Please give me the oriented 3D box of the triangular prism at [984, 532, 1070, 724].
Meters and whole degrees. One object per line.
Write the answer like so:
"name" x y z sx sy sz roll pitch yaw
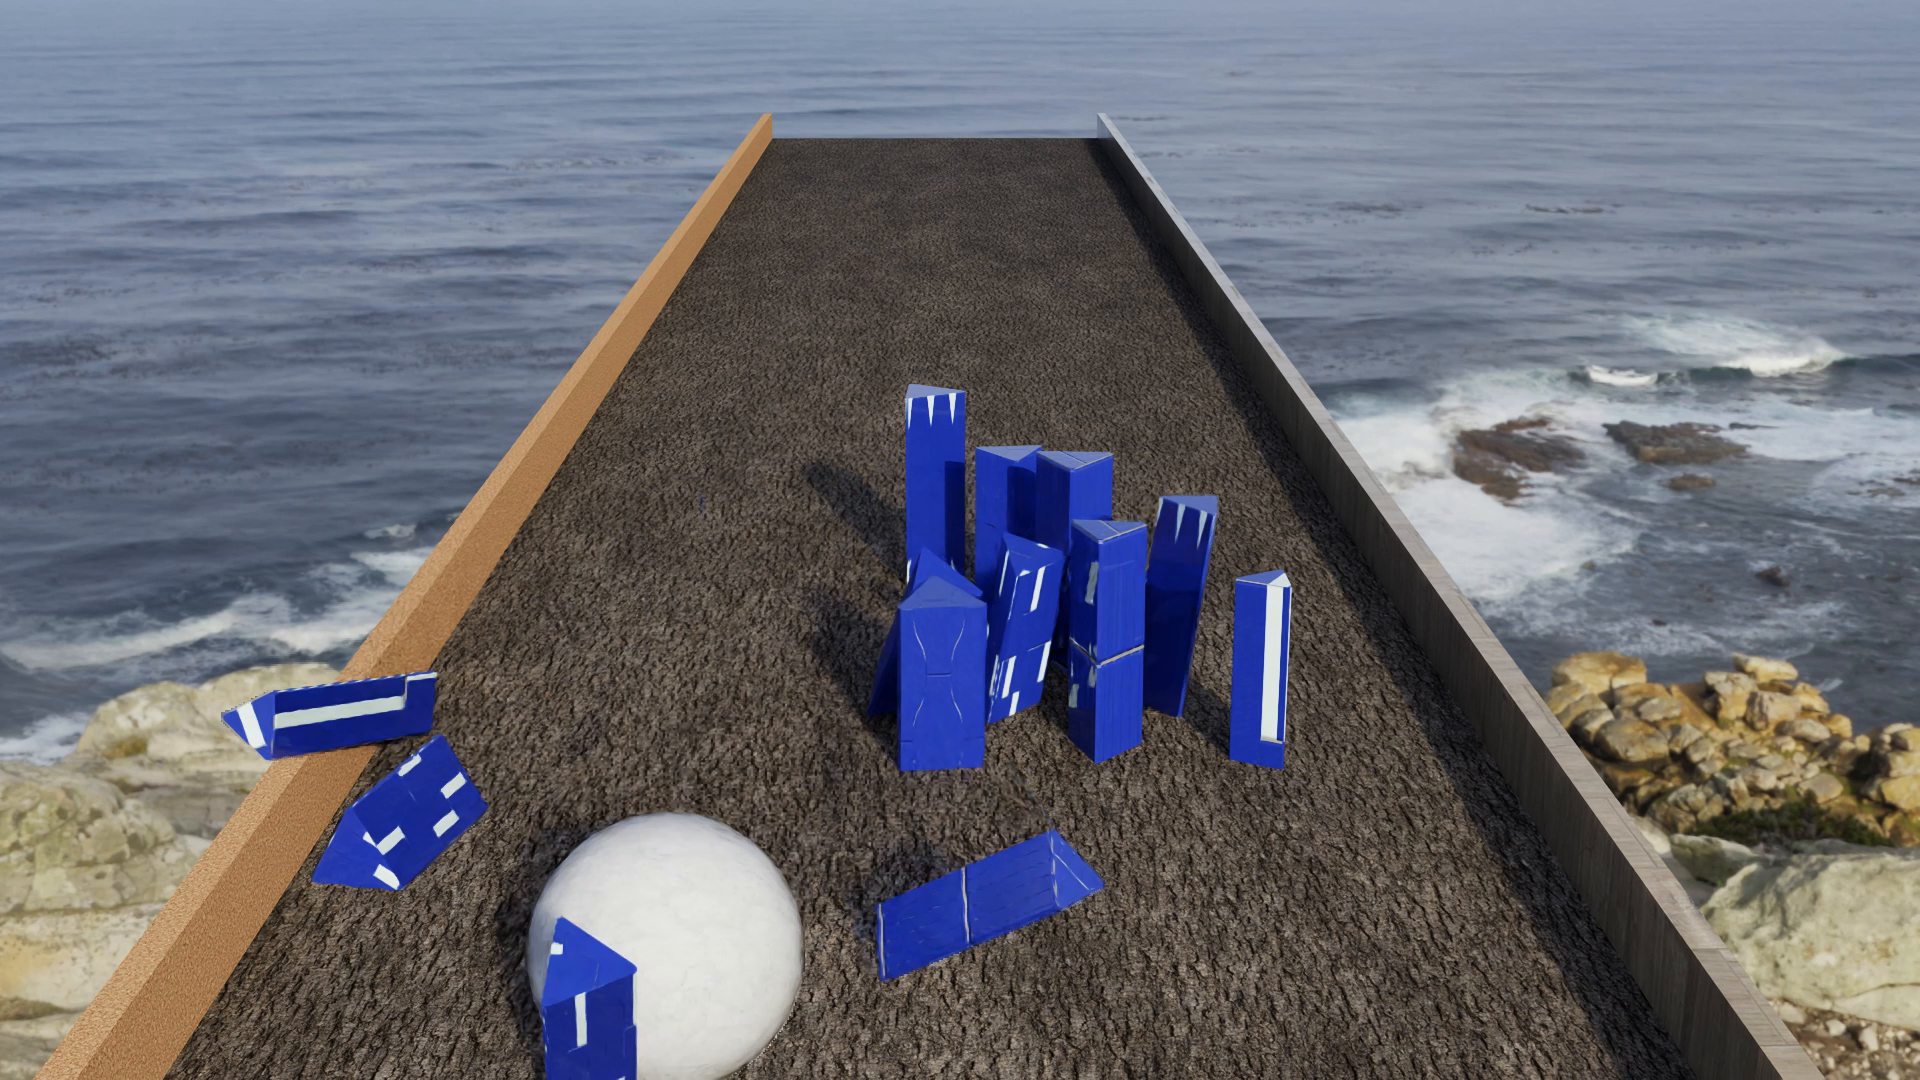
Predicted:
"triangular prism" 0.091 0.154 4.049 0.129 0.345 0.112 -21 46 -36

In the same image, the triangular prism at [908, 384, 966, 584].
"triangular prism" -0.080 -0.125 4.891 0.143 0.431 0.124 -9 19 -27

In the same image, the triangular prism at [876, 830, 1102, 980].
"triangular prism" 0.022 0.492 3.007 0.332 0.096 0.111 -29 -8 35

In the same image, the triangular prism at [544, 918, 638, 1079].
"triangular prism" -0.451 0.579 2.597 0.110 0.388 0.095 -18 57 -21

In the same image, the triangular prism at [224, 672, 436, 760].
"triangular prism" -1.019 0.271 3.649 0.109 0.094 0.436 39 14 16

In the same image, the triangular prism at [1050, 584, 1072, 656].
"triangular prism" 0.148 0.158 4.097 0.079 0.390 0.091 22 45 -35

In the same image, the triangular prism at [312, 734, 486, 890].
"triangular prism" -0.901 0.430 3.540 0.151 0.131 0.315 3 17 12

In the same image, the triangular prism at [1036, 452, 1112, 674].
"triangular prism" 0.205 0.036 4.367 0.128 0.420 0.148 11 20 33

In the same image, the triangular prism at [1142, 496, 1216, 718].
"triangular prism" 0.420 0.116 4.121 0.119 0.402 0.103 20 22 33

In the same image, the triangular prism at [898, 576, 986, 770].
"triangular prism" -0.040 0.232 3.873 0.151 0.313 0.131 -2 23 -7

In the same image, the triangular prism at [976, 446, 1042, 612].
"triangular prism" 0.123 -0.019 4.664 0.120 0.356 0.139 -12 20 -35

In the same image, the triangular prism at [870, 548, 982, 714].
"triangular prism" -0.087 0.166 4.060 0.139 0.332 0.121 -8 53 -26

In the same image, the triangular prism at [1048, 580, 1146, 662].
"triangular prism" 0.191 0.148 4.179 0.361 0.083 0.096 -34 27 38

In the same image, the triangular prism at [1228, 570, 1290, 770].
"triangular prism" 0.545 0.224 3.882 0.102 0.337 0.088 9 19 28

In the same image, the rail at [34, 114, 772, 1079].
"rail" -1.118 -0.838 7.780 0.050 0.150 12.000 0 17 -1

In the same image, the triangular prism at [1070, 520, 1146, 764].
"triangular prism" 0.242 0.173 3.920 0.114 0.414 0.131 14 21 39

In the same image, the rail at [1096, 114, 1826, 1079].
"rail" 0.932 -0.844 7.801 0.050 0.150 12.000 0 17 -1

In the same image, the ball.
"ball" -0.378 0.528 2.829 0.354 0.354 0.354 0 17 0
